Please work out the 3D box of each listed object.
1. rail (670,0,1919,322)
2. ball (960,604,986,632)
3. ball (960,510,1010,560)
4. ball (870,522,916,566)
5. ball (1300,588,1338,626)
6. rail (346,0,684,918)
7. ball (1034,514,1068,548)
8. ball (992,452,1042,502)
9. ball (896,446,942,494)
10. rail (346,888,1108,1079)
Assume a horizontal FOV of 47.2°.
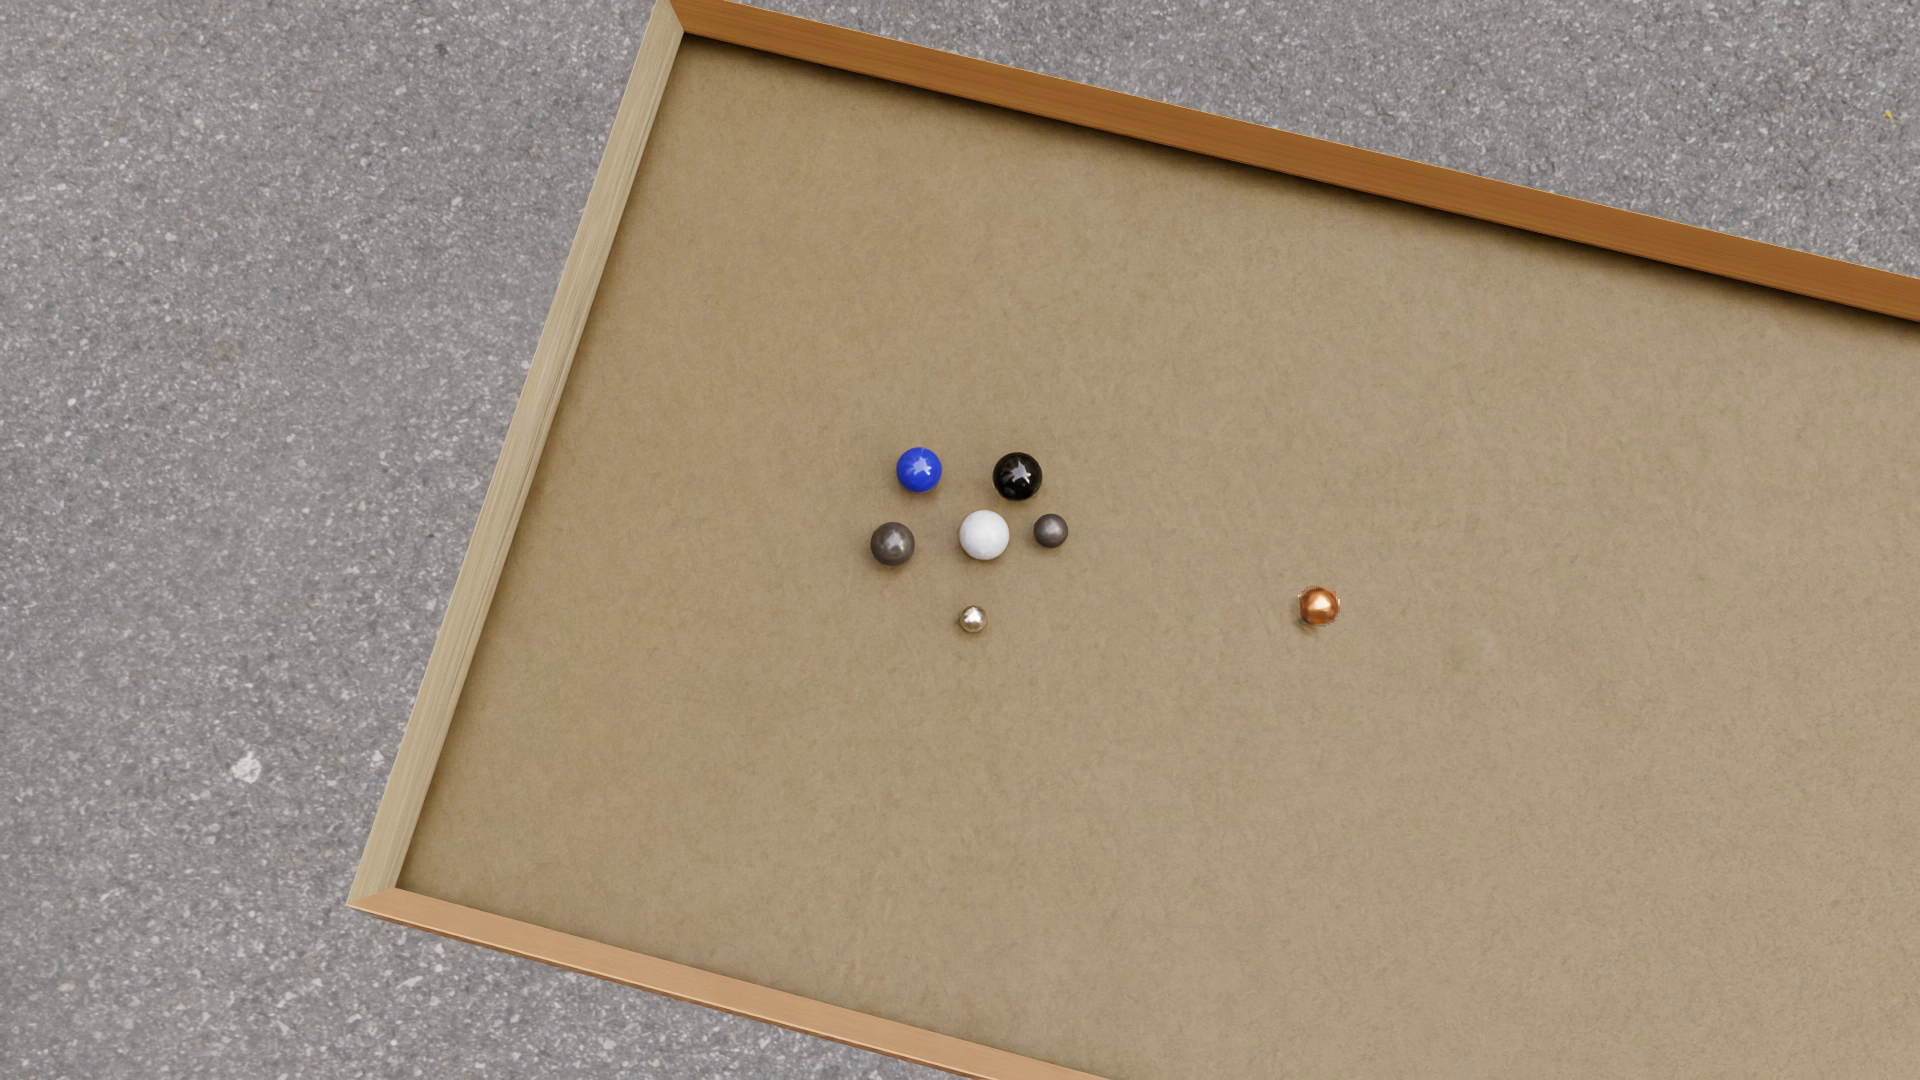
[{"bbox_3d":[0.876,-0.528,3.532,2.833,0.102,0.045,14,73,4],"label":"rail"},{"bbox_3d":[0.020,0.120,3.363,0.042,0.042,0.042,0,73,0],"label":"ball"},{"bbox_3d":[0.037,-0.008,3.384,0.078,0.078,0.078,0,73,0],"label":"ball"},{"bbox_3d":[-0.103,0.007,3.384,0.069,0.069,0.069,0,73,0],"label":"ball"},{"bbox_3d":[0.548,0.101,3.360,0.058,0.058,0.058,0,73,0],"label":"ball"},{"bbox_3d":[-0.662,-0.172,3.421,0.045,0.102,1.550,14,73,4],"label":"rail"},{"bbox_3d":[0.140,-0.014,3.398,0.054,0.054,0.054,0,73,0],"label":"ball"},{"bbox_3d":[0.089,-0.098,3.412,0.078,0.078,0.078,0,73,0],"label":"ball"},{"bbox_3d":[-0.064,-0.109,3.418,0.072,0.072,0.072,0,73,0],"label":"ball"},{"bbox_3d":[0.494,0.860,3.101,2.833,0.102,0.045,14,73,4],"label":"rail"}]
